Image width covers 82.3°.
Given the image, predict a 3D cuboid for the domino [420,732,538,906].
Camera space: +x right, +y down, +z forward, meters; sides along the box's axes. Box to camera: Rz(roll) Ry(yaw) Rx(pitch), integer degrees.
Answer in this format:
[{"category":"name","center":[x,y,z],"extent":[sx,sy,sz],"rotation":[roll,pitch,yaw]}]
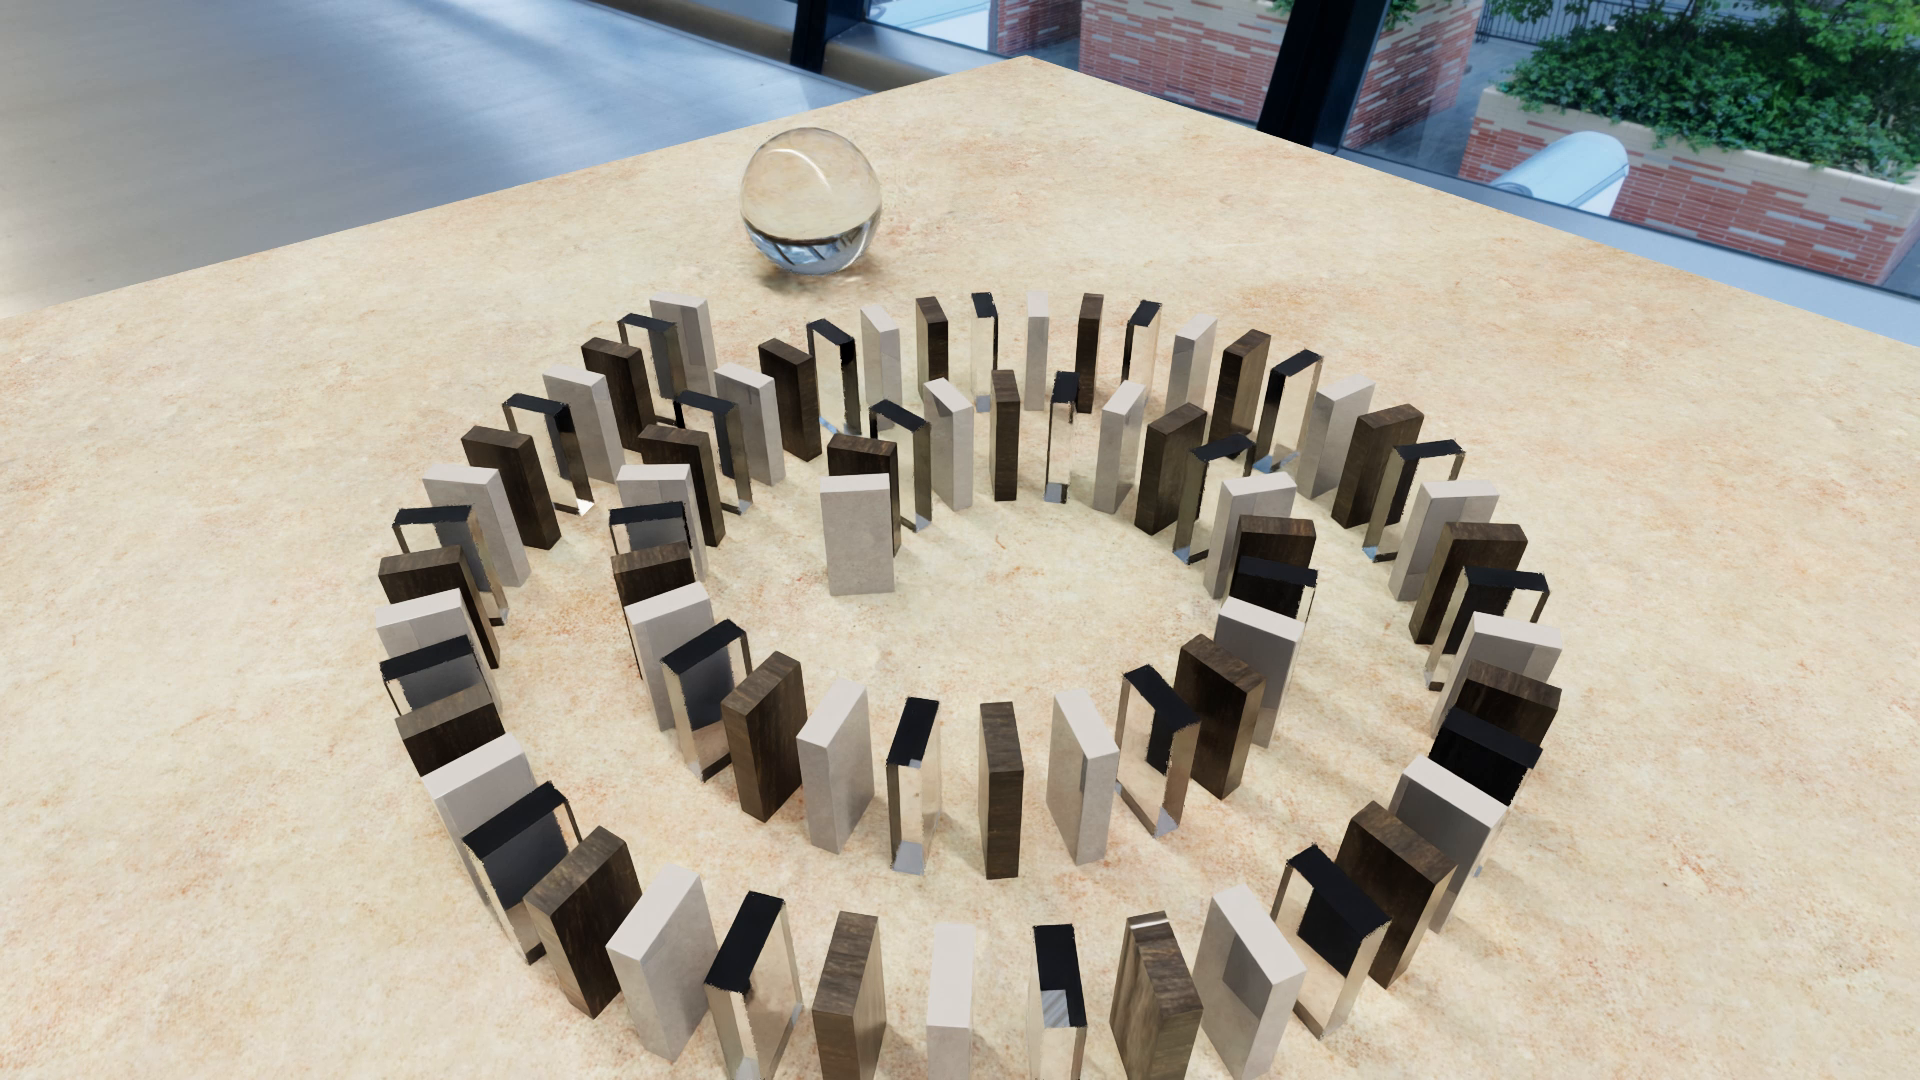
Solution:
[{"category":"domino","center":[-0.132,0.080,0.314],"extent":[0.025,0.050,0.010],"rotation":[-28,47,-30]}]

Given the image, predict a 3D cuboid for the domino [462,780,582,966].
[{"category":"domino","center":[-0.115,0.091,0.300],"extent":[0.009,0.050,0.025],"rotation":[30,48,31]}]

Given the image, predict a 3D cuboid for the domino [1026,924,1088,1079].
[{"category":"domino","center":[0.023,0.118,0.267],"extent":[0.010,0.050,0.025],"rotation":[-2,39,-2]}]

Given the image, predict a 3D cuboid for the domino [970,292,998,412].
[{"category":"domino","center":[0.011,-0.088,0.519],"extent":[0.009,0.050,0.025],"rotation":[-4,40,-5]}]

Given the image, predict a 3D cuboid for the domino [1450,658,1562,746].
[{"category":"domino","center":[0.162,0.061,0.337],"extent":[0.025,0.050,0.010],"rotation":[20,43,23]}]

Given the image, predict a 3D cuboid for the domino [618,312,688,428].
[{"category":"domino","center":[-0.140,-0.078,0.506],"extent":[0.025,0.050,0.010],"rotation":[16,42,19]}]

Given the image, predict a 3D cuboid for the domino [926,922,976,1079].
[{"category":"domino","center":[-0.002,0.118,0.267],"extent":[0.009,0.050,0.025],"rotation":[2,39,3]}]

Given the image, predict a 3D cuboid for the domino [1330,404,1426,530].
[{"category":"domino","center":[0.169,-0.030,0.448],"extent":[0.025,0.050,0.010],"rotation":[-15,42,-17]}]

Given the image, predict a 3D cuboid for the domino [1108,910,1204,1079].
[{"category":"domino","center":[0.047,0.116,0.269],"extent":[0.009,0.050,0.025],"rotation":[-8,40,-9]}]

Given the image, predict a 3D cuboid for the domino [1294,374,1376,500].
[{"category":"domino","center":[0.158,-0.043,0.464],"extent":[0.025,0.050,0.009],"rotation":[-23,45,-26]}]

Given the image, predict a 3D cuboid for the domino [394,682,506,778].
[{"category":"domino","center":[-0.147,0.068,0.329],"extent":[0.025,0.050,0.010],"rotation":[-24,45,-26]}]

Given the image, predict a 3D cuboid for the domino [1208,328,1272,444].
[{"category":"domino","center":[0.125,-0.066,0.492],"extent":[0.009,0.050,0.025],"rotation":[29,47,30]}]

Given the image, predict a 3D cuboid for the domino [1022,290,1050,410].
[{"category":"domino","center":[0.036,-0.089,0.520],"extent":[0.009,0.050,0.025],"rotation":[1,39,1]}]

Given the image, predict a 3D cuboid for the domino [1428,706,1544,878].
[{"category":"domino","center":[0.148,0.074,0.321],"extent":[0.025,0.050,0.010],"rotation":[27,47,29]}]

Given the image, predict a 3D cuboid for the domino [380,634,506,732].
[{"category":"domino","center":[-0.160,0.055,0.345],"extent":[0.025,0.050,0.010],"rotation":[-19,43,-22]}]

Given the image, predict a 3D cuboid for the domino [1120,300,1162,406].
[{"category":"domino","center":[0.084,-0.083,0.513],"extent":[0.009,0.050,0.025],"rotation":[16,42,18]}]

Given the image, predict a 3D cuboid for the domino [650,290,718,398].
[{"category":"domino","center":[-0.130,-0.092,0.524],"extent":[0.025,0.050,0.009],"rotation":[12,41,14]}]

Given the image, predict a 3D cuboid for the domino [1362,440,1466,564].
[{"category":"domino","center":[0.176,-0.015,0.429],"extent":[0.025,0.050,0.010],"rotation":[-7,40,-9]}]

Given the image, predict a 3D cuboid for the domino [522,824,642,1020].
[{"category":"domino","center":[-0.095,0.101,0.288],"extent":[0.009,0.050,0.025],"rotation":[22,44,24]}]

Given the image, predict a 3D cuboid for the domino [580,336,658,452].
[{"category":"domino","center":[-0.150,-0.064,0.489],"extent":[0.025,0.050,0.009],"rotation":[16,42,19]}]

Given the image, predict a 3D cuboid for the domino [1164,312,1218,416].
[{"category":"domino","center":[0.105,-0.076,0.504],"extent":[0.009,0.050,0.025],"rotation":[23,44,25]}]

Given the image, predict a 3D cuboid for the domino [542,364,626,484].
[{"category":"domino","center":[-0.160,-0.049,0.472],"extent":[0.025,0.050,0.010],"rotation":[15,42,18]}]

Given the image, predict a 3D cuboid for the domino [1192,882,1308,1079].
[{"category":"domino","center":[0.070,0.112,0.275],"extent":[0.009,0.050,0.025],"rotation":[-15,42,-18]}]

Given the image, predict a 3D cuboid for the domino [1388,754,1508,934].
[{"category":"domino","center":[0.131,0.085,0.307],"extent":[0.009,0.050,0.025],"rotation":[-31,49,-33]}]

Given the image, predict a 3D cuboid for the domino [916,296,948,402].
[{"category":"domino","center":[-0.013,-0.086,0.516],"extent":[0.010,0.050,0.025],"rotation":[-9,40,-11]}]

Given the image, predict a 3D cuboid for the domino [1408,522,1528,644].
[{"category":"domino","center":[0.180,0.016,0.391],"extent":[0.025,0.050,0.010],"rotation":[2,39,2]}]

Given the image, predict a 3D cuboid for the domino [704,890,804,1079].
[{"category":"domino","center":[-0.050,0.113,0.273],"extent":[0.009,0.050,0.025],"rotation":[10,40,12]}]

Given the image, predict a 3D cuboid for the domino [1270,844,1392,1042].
[{"category":"domino","center":[0.092,0.105,0.284],"extent":[0.009,0.050,0.025],"rotation":[-21,44,-24]}]

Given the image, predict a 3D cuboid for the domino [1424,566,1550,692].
[{"category":"domino","center":[0.177,0.032,0.373],"extent":[0.025,0.050,0.010],"rotation":[6,40,7]}]

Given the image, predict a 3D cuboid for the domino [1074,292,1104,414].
[{"category":"domino","center":[0.060,-0.088,0.519],"extent":[0.009,0.050,0.025],"rotation":[7,40,8]}]

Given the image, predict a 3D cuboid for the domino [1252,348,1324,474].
[{"category":"domino","center":[0.142,-0.055,0.479],"extent":[0.025,0.050,0.009],"rotation":[-30,48,-31]}]

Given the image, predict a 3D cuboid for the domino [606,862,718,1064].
[{"category":"domino","center":[-0.073,0.108,0.280],"extent":[0.009,0.050,0.025],"rotation":[15,42,17]}]

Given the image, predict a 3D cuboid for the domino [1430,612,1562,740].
[{"category":"domino","center":[0.172,0.047,0.354],"extent":[0.025,0.050,0.009],"rotation":[12,41,14]}]

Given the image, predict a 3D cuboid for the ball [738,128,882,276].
[{"category":"ball","center":[-0.084,-0.190,0.620],"extent":[0.080,0.080,0.080],"rotation":[0,39,0]}]

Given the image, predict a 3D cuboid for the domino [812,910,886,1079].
[{"category":"domino","center":[-0.026,0.116,0.269],"extent":[0.010,0.050,0.025],"rotation":[6,40,8]}]

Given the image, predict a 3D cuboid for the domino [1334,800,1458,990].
[{"category":"domino","center":[0.112,0.096,0.295],"extent":[0.009,0.050,0.025],"rotation":[-26,46,-28]}]

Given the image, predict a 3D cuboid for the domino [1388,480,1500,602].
[{"category":"domino","center":[0.180,0.001,0.410],"extent":[0.025,0.050,0.010],"rotation":[-2,39,-3]}]
